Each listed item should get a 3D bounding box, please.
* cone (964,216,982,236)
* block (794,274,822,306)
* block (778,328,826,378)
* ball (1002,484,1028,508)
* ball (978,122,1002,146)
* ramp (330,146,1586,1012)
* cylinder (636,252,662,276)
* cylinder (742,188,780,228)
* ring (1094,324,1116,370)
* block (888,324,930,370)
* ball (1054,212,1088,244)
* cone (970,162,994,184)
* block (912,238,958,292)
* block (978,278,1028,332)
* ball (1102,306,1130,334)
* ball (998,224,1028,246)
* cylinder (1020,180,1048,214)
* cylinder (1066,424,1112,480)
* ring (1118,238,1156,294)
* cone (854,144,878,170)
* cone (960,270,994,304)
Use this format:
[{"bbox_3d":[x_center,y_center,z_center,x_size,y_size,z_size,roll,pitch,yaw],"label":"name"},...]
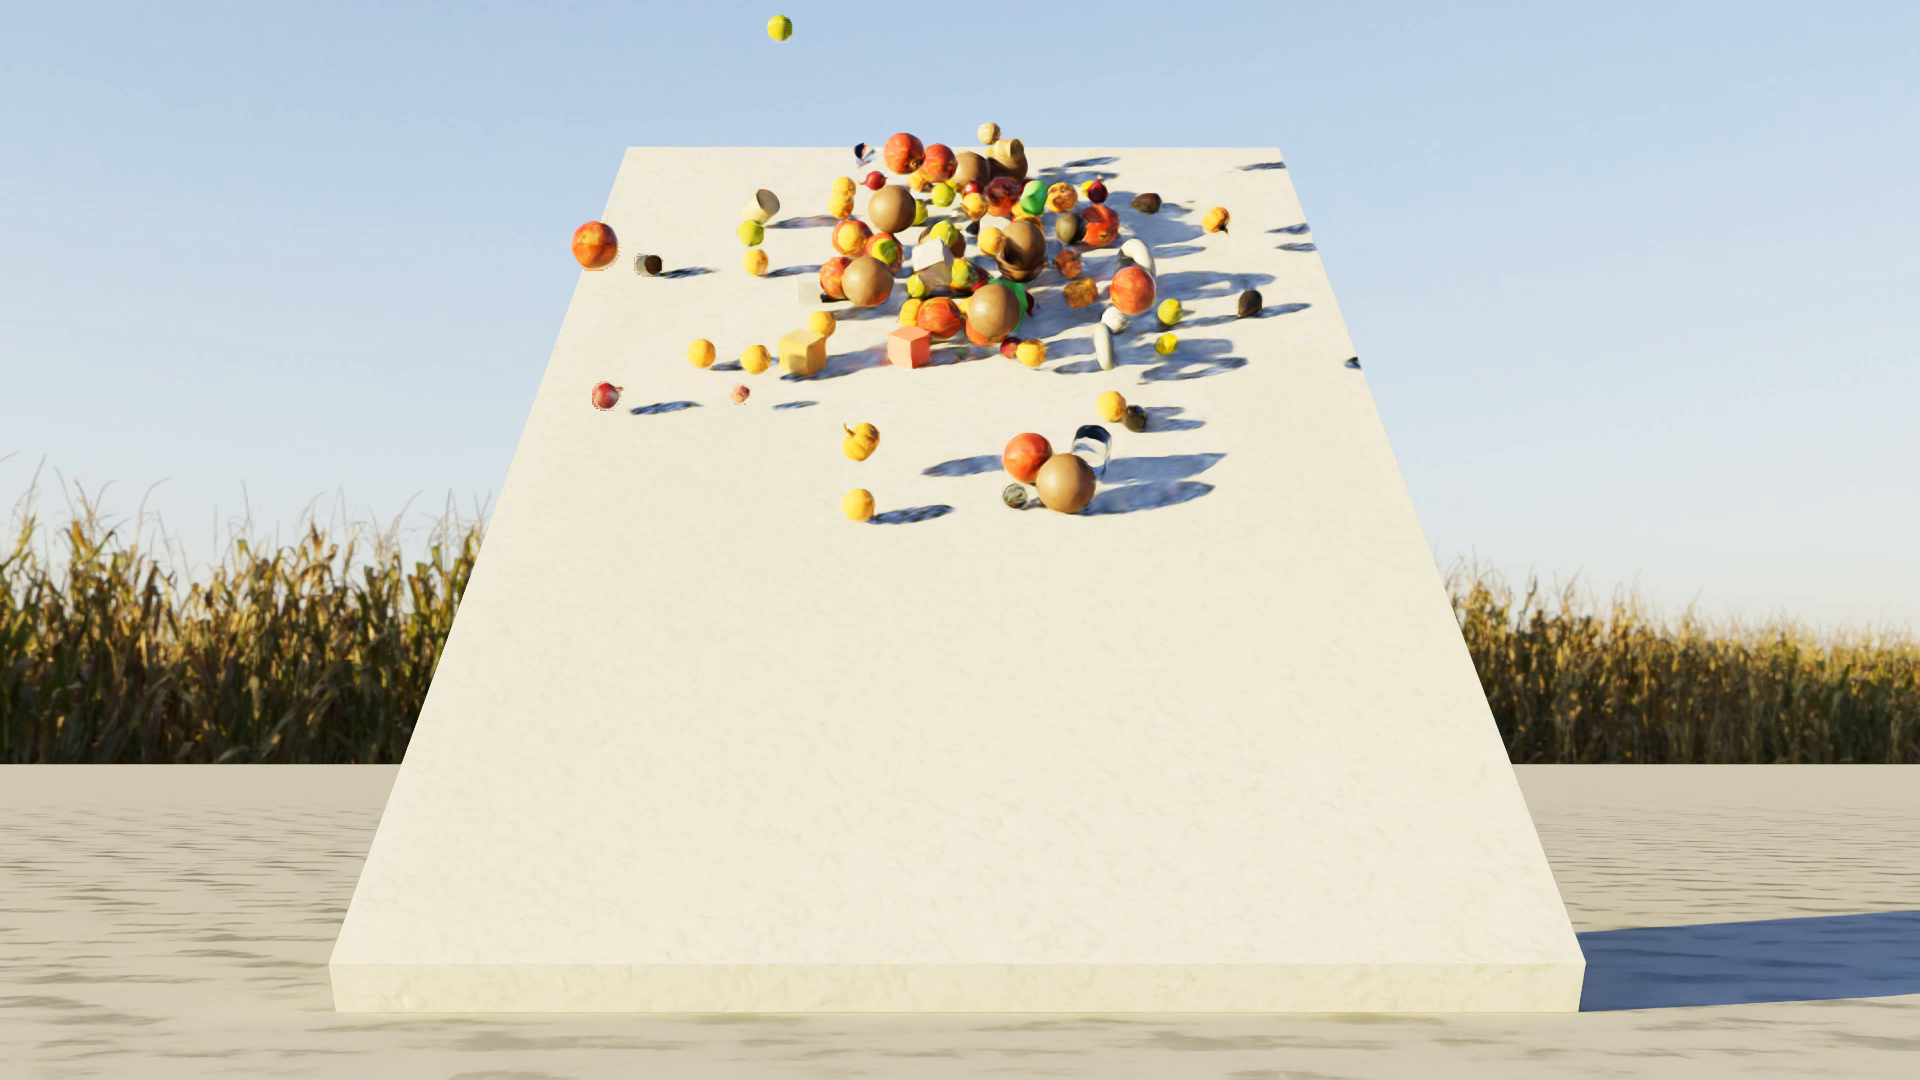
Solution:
[{"bbox_3d":[0.044,-0.877,6.620,0.050,0.050,0.050,18,22,-8],"label":"cone"},{"bbox_3d":[-0.397,-0.654,6.223,0.062,0.062,0.062,-4,28,-7],"label":"block"},{"bbox_3d":[-0.385,-0.458,5.832,0.082,0.082,0.082,16,32,27],"label":"block"},{"bbox_3d":[0.120,-0.095,5.183,0.054,0.054,0.054,0,-5,0],"label":"ball"},{"bbox_3d":[0.087,-1.201,7.053,0.069,0.069,0.069,0,-5,0],"label":"ball"},{"bbox_3d":[-0.011,-0.222,5.586,2.000,0.100,4.000,0,28,0],"label":"ramp"},{"bbox_3d":[-0.828,-0.735,6.358,0.053,0.053,0.053,4,-8,-36],"label":"cylinder"},{"bbox_3d":[-0.558,-0.928,6.676,0.080,0.080,0.080,4,-28,-40],"label":"cylinder"},{"bbox_3d":[0.348,-0.464,5.741,0.039,0.116,0.116,-10,-5,0],"label":"ring"},{"bbox_3d":[-0.125,-0.474,5.871,0.075,0.075,0.075,21,34,34],"label":"block"},{"bbox_3d":[0.299,-0.837,6.414,0.087,0.087,0.087,0,-5,0],"label":"ball"},{"bbox_3d":[0.053,-1.067,7.028,0.067,0.067,0.067,-22,-16,31],"label":"cone"},{"bbox_3d":[-0.064,-0.688,5.950,0.080,0.080,0.080,-20,-40,16],"label":"block"},{"bbox_3d":[0.111,-0.597,6.058,0.087,0.087,0.087,13,-32,22],"label":"block"},{"bbox_3d":[0.395,-0.555,6.030,0.072,0.072,0.072,0,-5,0],"label":"ball"},{"bbox_3d":[0.148,-0.835,6.617,0.085,0.085,0.085,0,-5,0],"label":"ball"},{"bbox_3d":[0.202,-0.930,6.486,0.066,0.066,0.066,8,-43,8],"label":"cylinder"},{"bbox_3d":[0.288,-0.194,5.278,0.088,0.088,0.088,9,-45,9],"label":"cylinder"},{"bbox_3d":[0.461,-0.715,6.236,0.048,0.144,0.144,-13,1,-26],"label":"ring"},{"bbox_3d":[-0.257,-0.988,6.224,0.065,0.065,0.065,2,-36,-24],"label":"cone"},{"bbox_3d":[0.058,-0.677,6.193,0.100,0.100,0.100,-1,31,11],"label":"cone"}]
